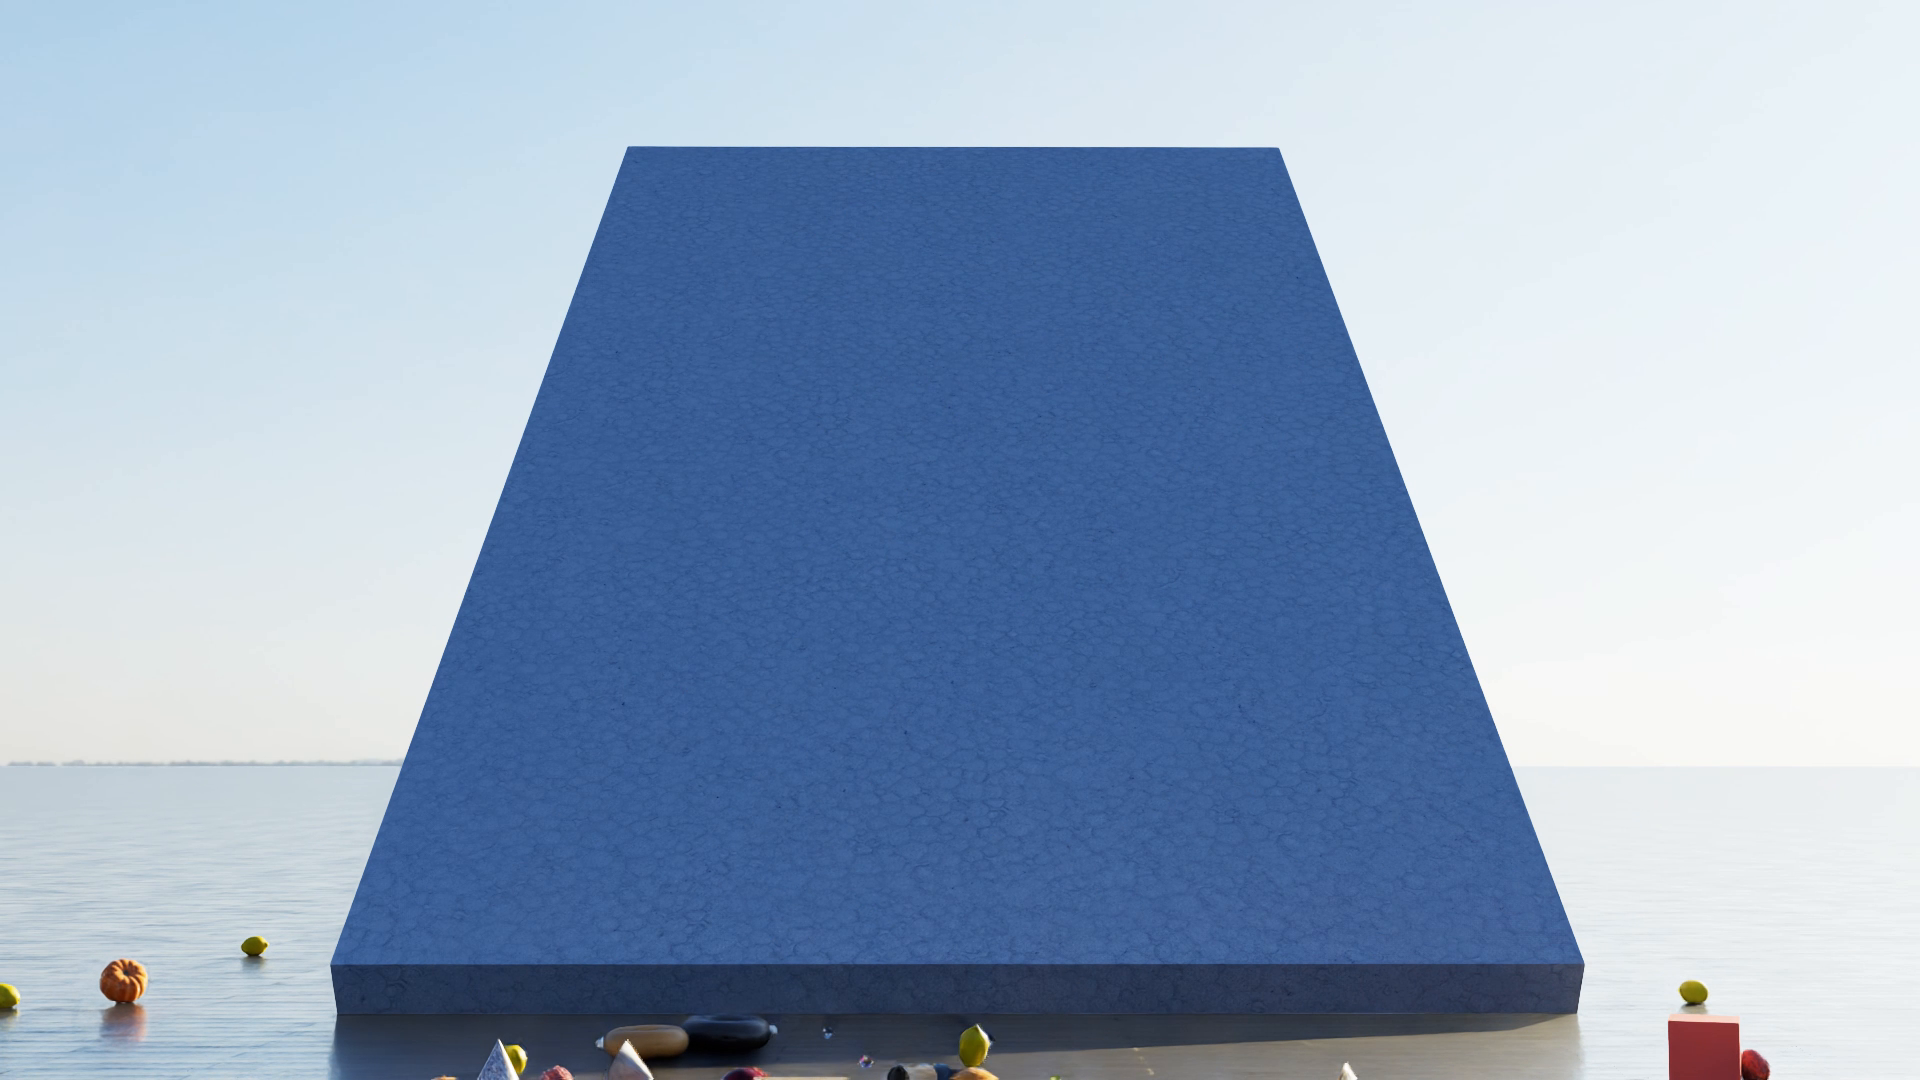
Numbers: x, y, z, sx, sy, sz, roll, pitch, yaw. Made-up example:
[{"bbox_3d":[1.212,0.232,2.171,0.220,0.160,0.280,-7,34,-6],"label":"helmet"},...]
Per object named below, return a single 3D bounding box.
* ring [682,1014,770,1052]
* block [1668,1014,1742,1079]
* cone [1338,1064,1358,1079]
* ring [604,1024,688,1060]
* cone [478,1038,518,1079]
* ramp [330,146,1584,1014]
[{"bbox_3d":[-0.334,0.701,3.397,0.129,0.043,0.129,1,-4,0],"label":"ring"},{"bbox_3d":[0.934,0.643,2.994,0.085,0.085,0.085,-2,-6,18],"label":"block"},{"bbox_3d":[0.442,0.632,2.619,0.085,0.085,0.085,26,1,13],"label":"cone"},{"bbox_3d":[-0.434,0.694,3.301,0.117,0.039,0.117,-1,-6,0],"label":"ring"},{"bbox_3d":[-0.550,0.632,2.841,0.078,0.078,0.078,0,-5,0],"label":"cone"},{"bbox_3d":[-0.011,-0.222,5.591,2.000,0.100,4.000,0,28,0],"label":"ramp"}]
